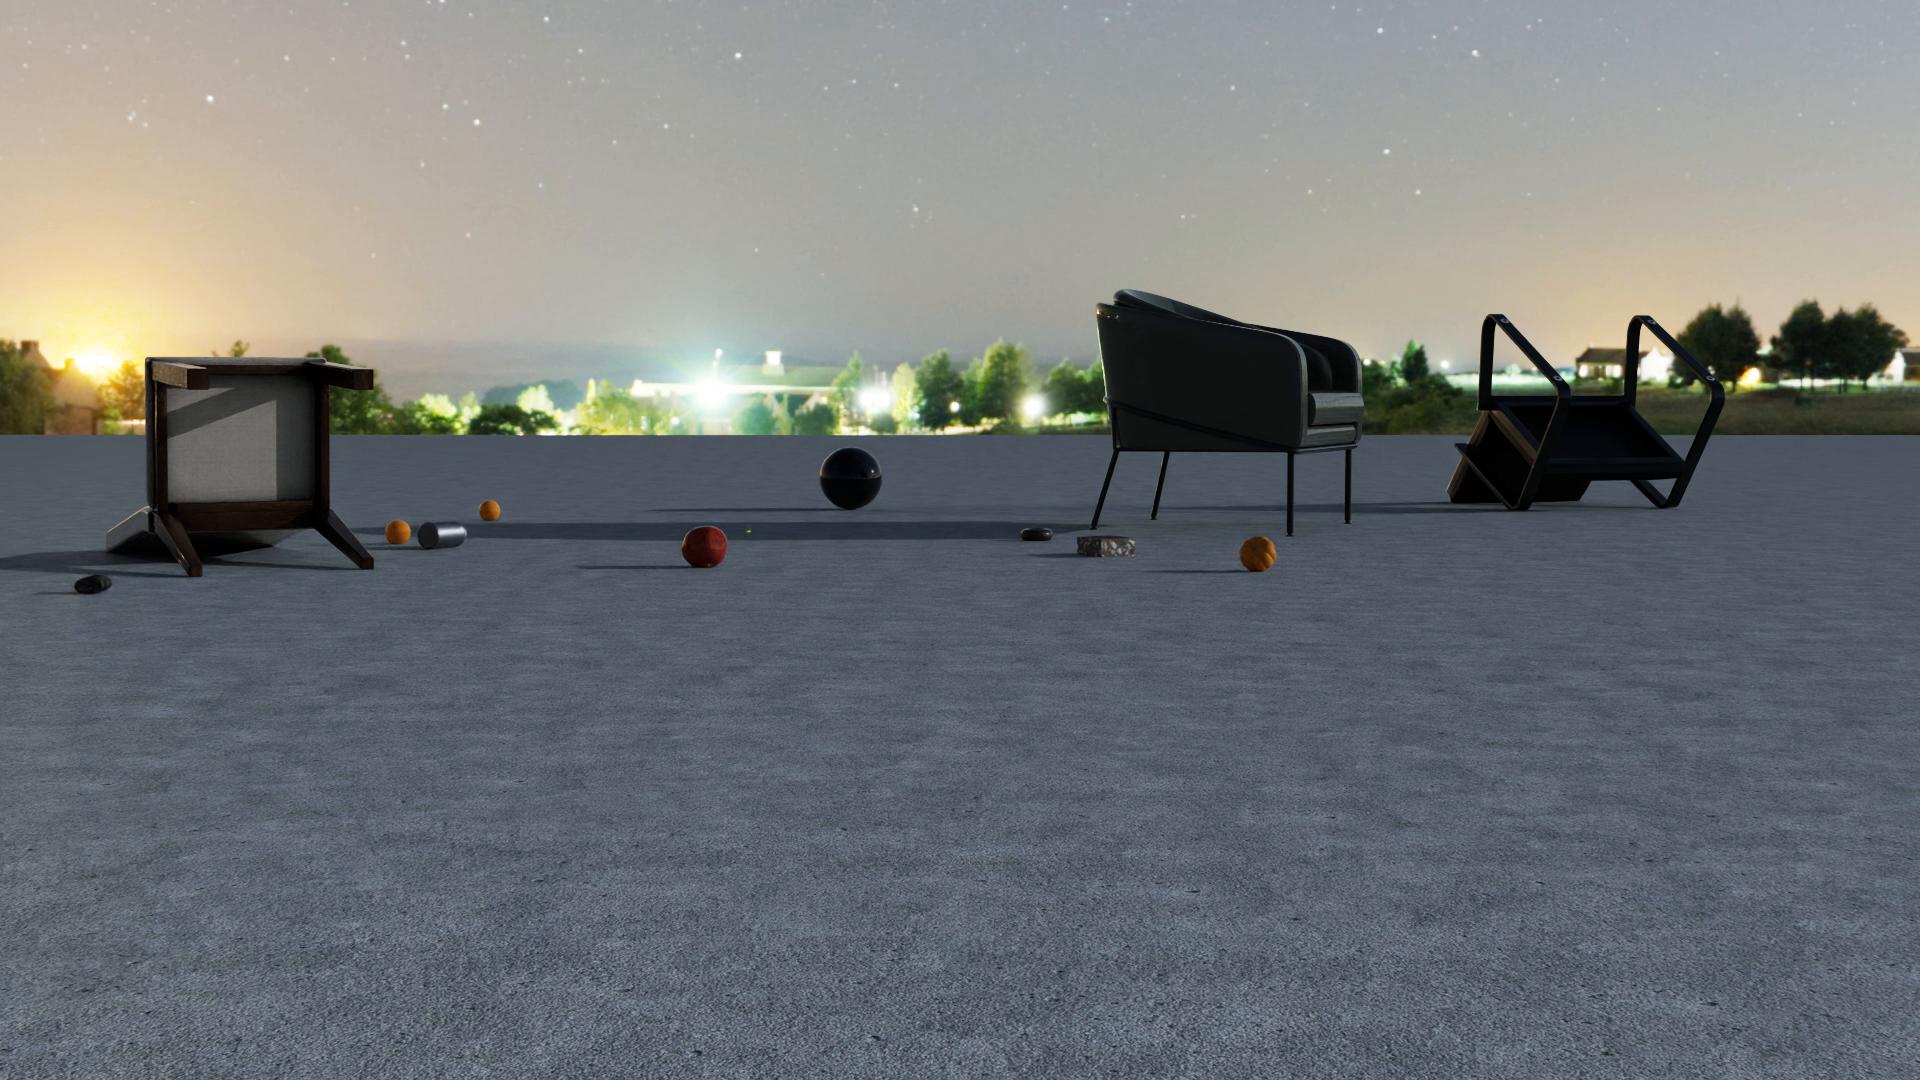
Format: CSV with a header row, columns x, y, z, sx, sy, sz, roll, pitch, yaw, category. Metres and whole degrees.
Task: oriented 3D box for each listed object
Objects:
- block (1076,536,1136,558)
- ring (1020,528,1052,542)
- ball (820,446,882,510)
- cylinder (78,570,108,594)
x,y,z,sx,sy,sz,roll,pitch,yaw,category
0.395,0.017,5.945,0.109,0.049,0.119,-2,5,-30,block
0.228,-0.016,6.529,0.101,0.035,0.085,-4,7,-37,ring
-0.407,-0.231,8.197,0.234,0.234,0.234,0,4,0,ball
-1.910,0.098,4.846,0.059,0.037,0.071,-23,-18,-23,cylinder
